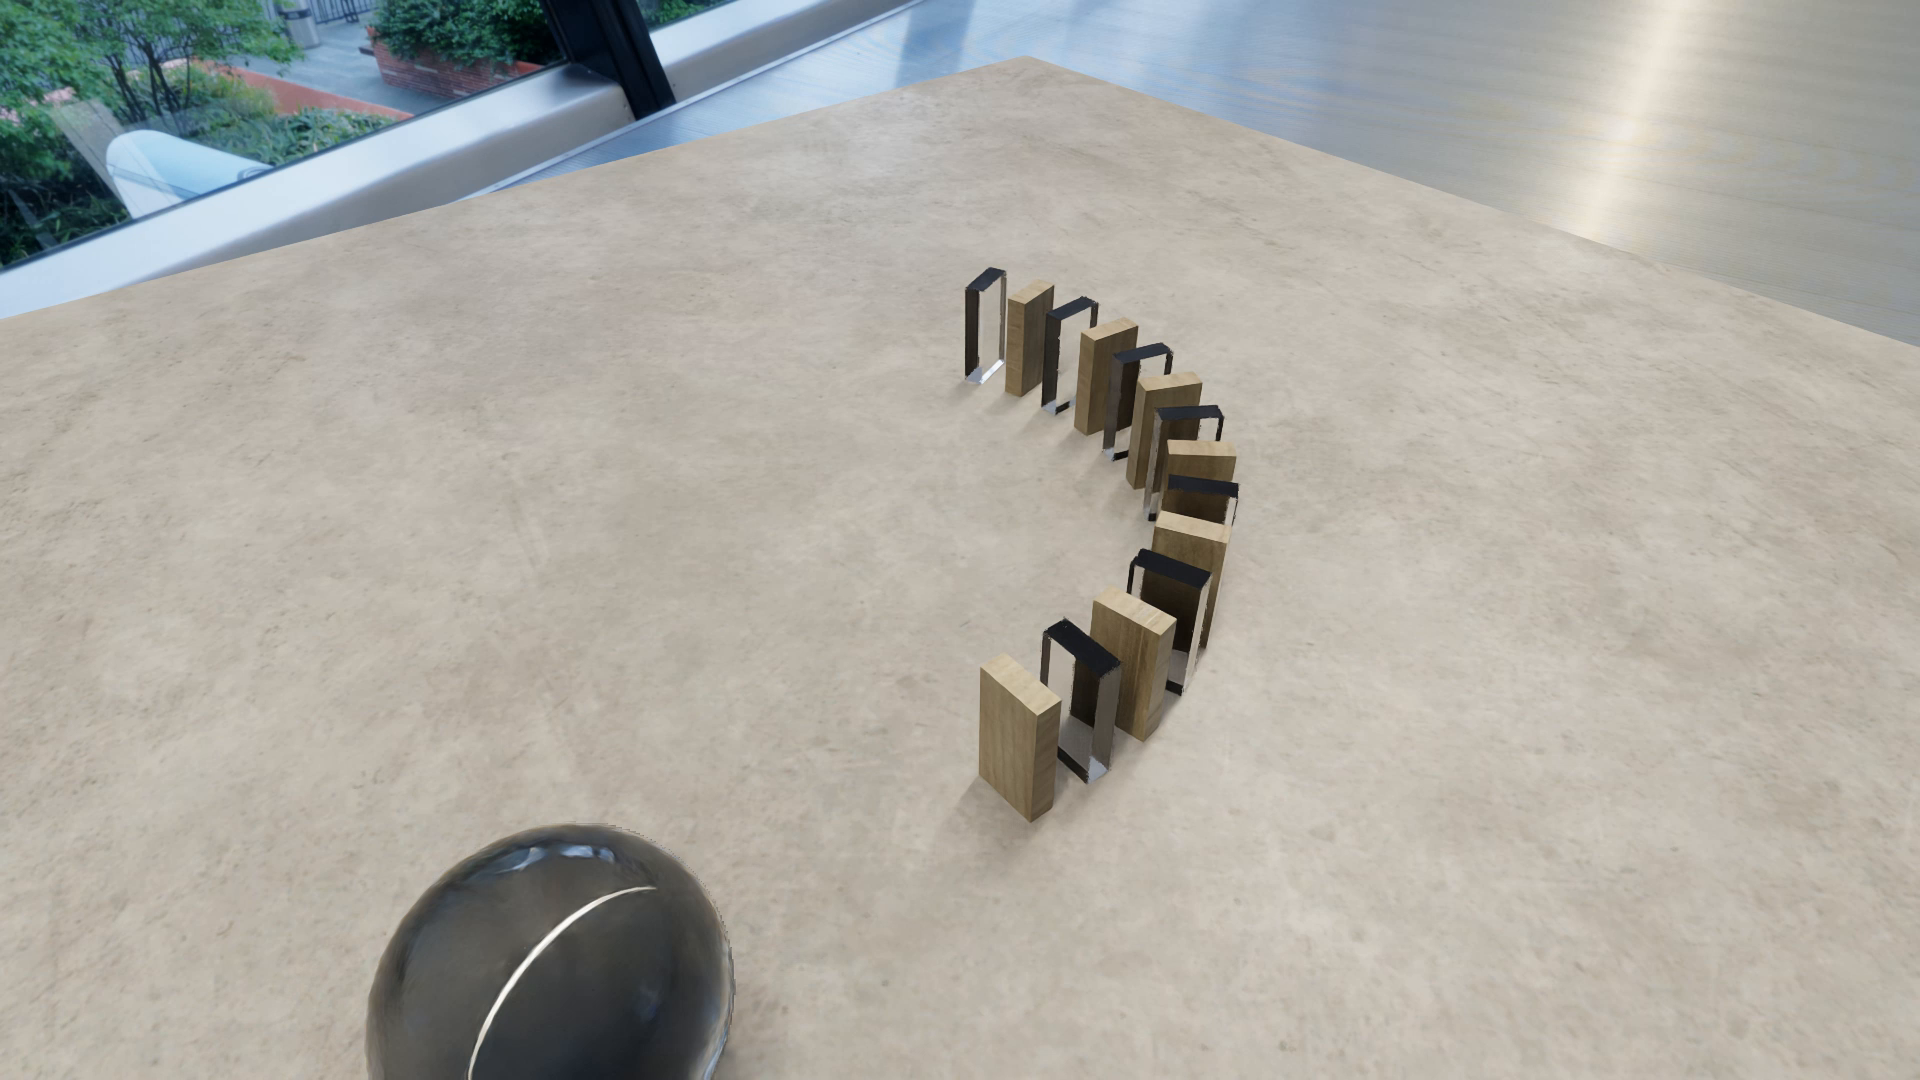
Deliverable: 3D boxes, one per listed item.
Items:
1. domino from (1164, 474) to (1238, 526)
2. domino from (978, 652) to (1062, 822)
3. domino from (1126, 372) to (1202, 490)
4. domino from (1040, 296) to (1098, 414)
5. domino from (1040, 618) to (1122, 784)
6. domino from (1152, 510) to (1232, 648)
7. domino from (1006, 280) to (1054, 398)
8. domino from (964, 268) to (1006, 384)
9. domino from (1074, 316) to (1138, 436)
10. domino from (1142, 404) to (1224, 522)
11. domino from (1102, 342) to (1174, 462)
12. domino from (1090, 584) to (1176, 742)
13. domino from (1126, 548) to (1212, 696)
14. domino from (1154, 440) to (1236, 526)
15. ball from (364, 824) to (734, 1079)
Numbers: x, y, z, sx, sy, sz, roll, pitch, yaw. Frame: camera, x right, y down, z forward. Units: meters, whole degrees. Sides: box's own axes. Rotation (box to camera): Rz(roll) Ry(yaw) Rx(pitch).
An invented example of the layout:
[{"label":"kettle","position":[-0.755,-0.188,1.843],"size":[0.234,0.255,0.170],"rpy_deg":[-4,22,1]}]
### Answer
[{"label":"domino","position":[0.088,0.000,0.412],"size":[0.025,0.050,0.010],"rpy_deg":[8,40,10]},{"label":"domino","position":[0.018,0.061,0.337],"size":[0.009,0.050,0.025],"rpy_deg":[-28,47,-29]},{"label":"domino","position":[0.086,-0.046,0.468],"size":[0.025,0.050,0.009],"rpy_deg":[-10,40,-12]},{"label":"domino","position":[0.051,-0.086,0.517],"size":[0.025,0.050,0.009],"rpy_deg":[-30,48,-32]},{"label":"domino","position":[0.037,0.052,0.349],"size":[0.010,0.050,0.025],"rpy_deg":[-27,46,-29]},{"label":"domino","position":[0.080,0.015,0.393],"size":[0.025,0.050,0.010],"rpy_deg":[14,41,17]},{"label":"domino","position":[0.033,-0.097,0.530],"size":[0.009,0.050,0.025],"rpy_deg":[25,46,27]},{"label":"domino","position":[0.013,-0.105,0.540],"size":[0.010,0.050,0.025],"rpy_deg":[19,43,21]},{"label":"domino","position":[0.066,-0.074,0.502],"size":[0.025,0.050,0.009],"rpy_deg":[-23,44,-25]},{"label":"domino","position":[0.091,-0.031,0.449],"size":[0.025,0.050,0.009],"rpy_deg":[-4,39,-4]},{"label":"domino","position":[0.078,-0.061,0.485],"size":[0.025,0.050,0.009],"rpy_deg":[-16,42,-18]},{"label":"domino","position":[0.055,0.041,0.361],"size":[0.025,0.050,0.010],"rpy_deg":[28,47,30]},{"label":"domino","position":[0.069,0.029,0.377],"size":[0.025,0.050,0.009],"rpy_deg":[21,44,24]},{"label":"domino","position":[0.091,-0.015,0.430],"size":[0.025,0.050,0.009],"rpy_deg":[2,39,3]},{"label":"ball","position":[-0.094,0.107,0.257],"size":[0.080,0.080,0.080],"rpy_deg":[0,39,0]}]
